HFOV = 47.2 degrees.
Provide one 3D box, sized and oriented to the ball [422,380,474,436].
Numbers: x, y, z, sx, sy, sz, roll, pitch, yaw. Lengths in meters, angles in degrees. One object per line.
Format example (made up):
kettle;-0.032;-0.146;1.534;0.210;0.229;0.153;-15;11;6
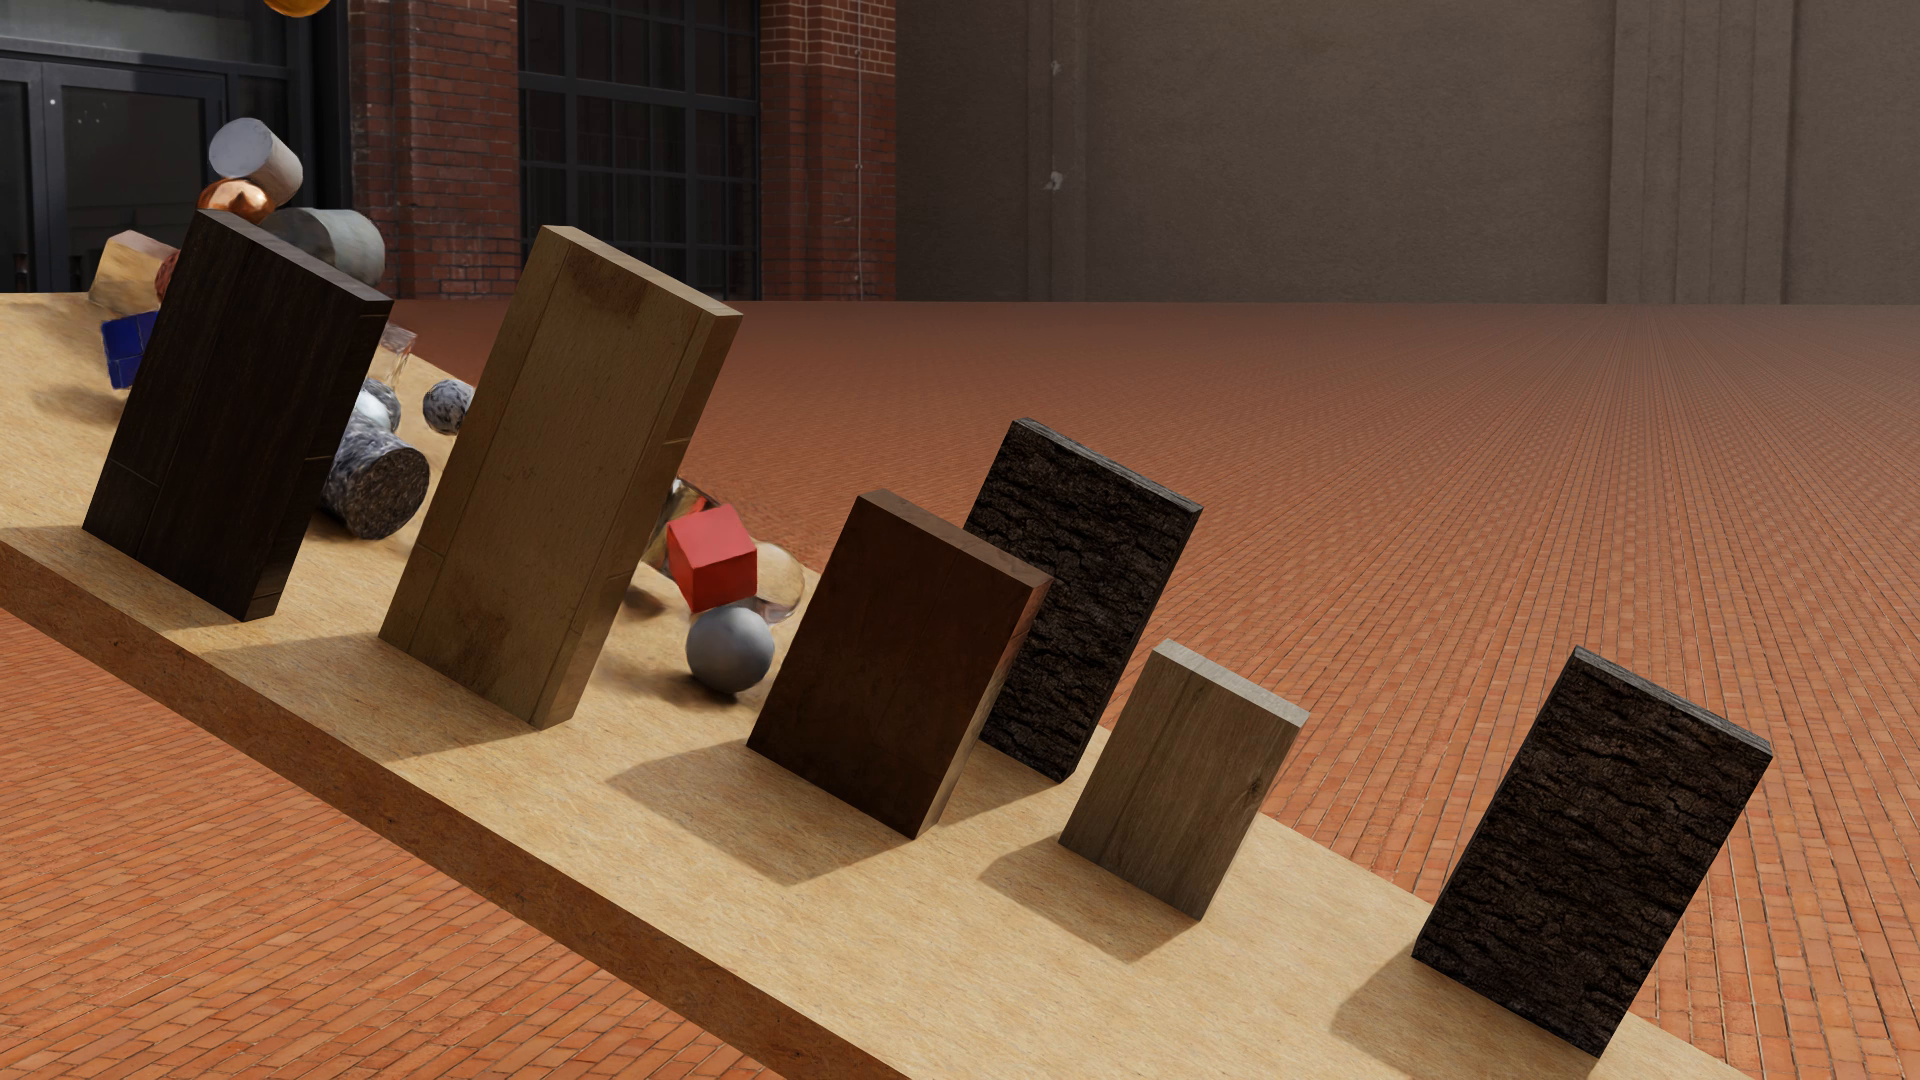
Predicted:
ball;-1.098;-0.285;4.747;0.123;0.123;0.123;0;7;0

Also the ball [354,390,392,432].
ball;-1.229;-0.224;4.423;0.165;0.165;0.165;0;7;0

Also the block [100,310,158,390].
block;-1.544;-0.365;4.223;0.128;0.128;0.128;-9;2;20

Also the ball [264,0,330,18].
ball;-1.336;-1.134;4.417;0.164;0.164;0.164;0;7;0

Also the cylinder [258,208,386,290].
cylinder;-1.369;-0.605;4.692;0.203;0.203;0.203;2;8;15

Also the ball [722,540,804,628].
ball;-0.418;0.093;4.609;0.183;0.183;0.183;0;7;0

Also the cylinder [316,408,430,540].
cylinder;-1.144;-0.131;4.157;0.195;0.195;0.195;31;21;25

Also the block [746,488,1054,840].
block;-0.110;0.220;3.958;0.355;0.512;0.142;28;14;12

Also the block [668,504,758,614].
block;-0.470;0.035;4.166;0.128;0.128;0.128;-17;52;-21

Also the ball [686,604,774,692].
ball;-0.437;0.207;4.177;0.168;0.168;0.168;0;7;0

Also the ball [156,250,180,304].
ball;-1.591;-0.529;4.577;0.157;0.157;0.157;0;7;0

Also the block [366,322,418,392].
block;-1.324;-0.379;4.775;0.195;0.195;0.195;23;14;-10

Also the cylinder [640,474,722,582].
cylinder;-0.578;-0.024;4.489;0.175;0.175;0.175;35;0;0

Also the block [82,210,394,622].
block;-1.172;-0.200;3.557;0.334;0.572;0.085;28;14;12

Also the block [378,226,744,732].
block;-0.670;-0.102;3.658;0.337;0.762;0.112;28;14;12

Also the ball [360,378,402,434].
ball;-1.244;-0.266;4.598;0.146;0.146;0.146;0;7;0

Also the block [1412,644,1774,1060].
block;1.264;0.625;4.428;0.415;0.704;0.148;28;14;12

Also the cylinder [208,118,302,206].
cylinder;-1.538;-0.823;4.807;0.146;0.146;0.146;1;-18;11

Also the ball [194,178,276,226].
ball;-1.543;-0.687;4.684;0.169;0.169;0.169;0;7;0

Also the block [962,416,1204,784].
block;0.175;0.123;4.566;0.416;0.633;0.115;28;14;12

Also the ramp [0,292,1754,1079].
ramp;-0.260;0.442;4.168;4.000;0.100;2.000;28;14;12

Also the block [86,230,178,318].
block;-1.789;-0.572;4.802;0.146;0.146;0.146;23;14;-8

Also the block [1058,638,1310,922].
block;0.427;0.455;4.199;0.309;0.425;0.141;28;14;12
